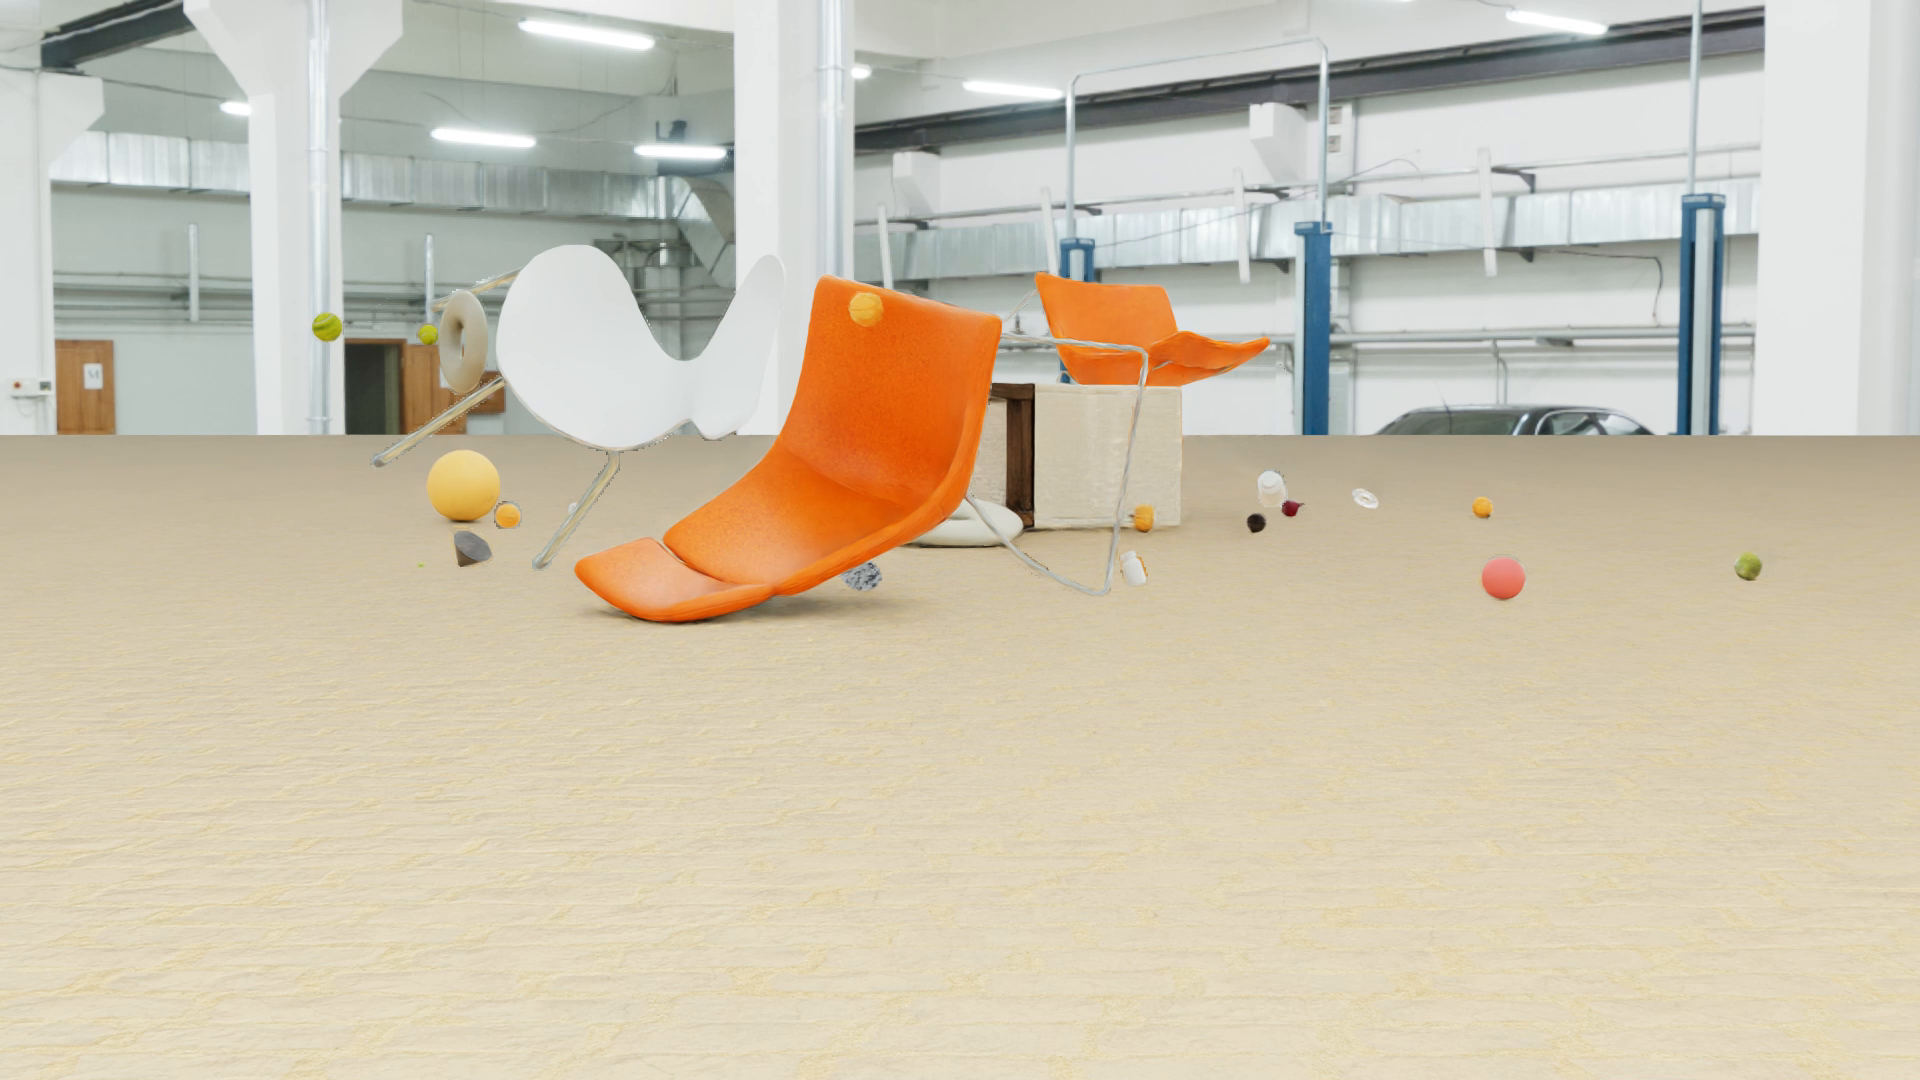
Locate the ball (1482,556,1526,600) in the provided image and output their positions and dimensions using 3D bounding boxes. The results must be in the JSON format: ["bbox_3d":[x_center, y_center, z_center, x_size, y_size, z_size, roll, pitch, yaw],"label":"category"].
[{"bbox_3d":[1.161,0.081,4.701,0.092,0.092,0.092,0,4,0],"label":"ball"}]

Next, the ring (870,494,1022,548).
[{"bbox_3d":[-0.038,-0.056,6.400,0.451,0.073,0.417,11,17,23],"label":"ring"}]

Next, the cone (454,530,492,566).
[{"bbox_3d":[-1.243,0.041,5.527,0.109,0.086,0.085,39,34,-2],"label":"cone"}]

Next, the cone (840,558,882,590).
[{"bbox_3d":[-0.215,0.092,4.953,0.111,0.078,0.054,29,-22,34],"label":"cone"}]

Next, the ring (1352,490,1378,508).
[{"bbox_3d":[1.537,-0.156,8.334,0.105,0.021,0.116,10,33,-18],"label":"ring"}]

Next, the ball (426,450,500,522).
[{"bbox_3d":[-1.677,-0.183,7.428,0.244,0.244,0.244,0,4,0],"label":"ball"}]

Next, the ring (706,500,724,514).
[{"bbox_3d":[-0.889,-0.119,7.974,0.062,0.042,0.067,0,7,14],"label":"ring"}]

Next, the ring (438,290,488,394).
[{"bbox_3d":[-1.092,-0.436,4.835,0.131,0.226,0.052,4,4,35],"label":"ring"}]
